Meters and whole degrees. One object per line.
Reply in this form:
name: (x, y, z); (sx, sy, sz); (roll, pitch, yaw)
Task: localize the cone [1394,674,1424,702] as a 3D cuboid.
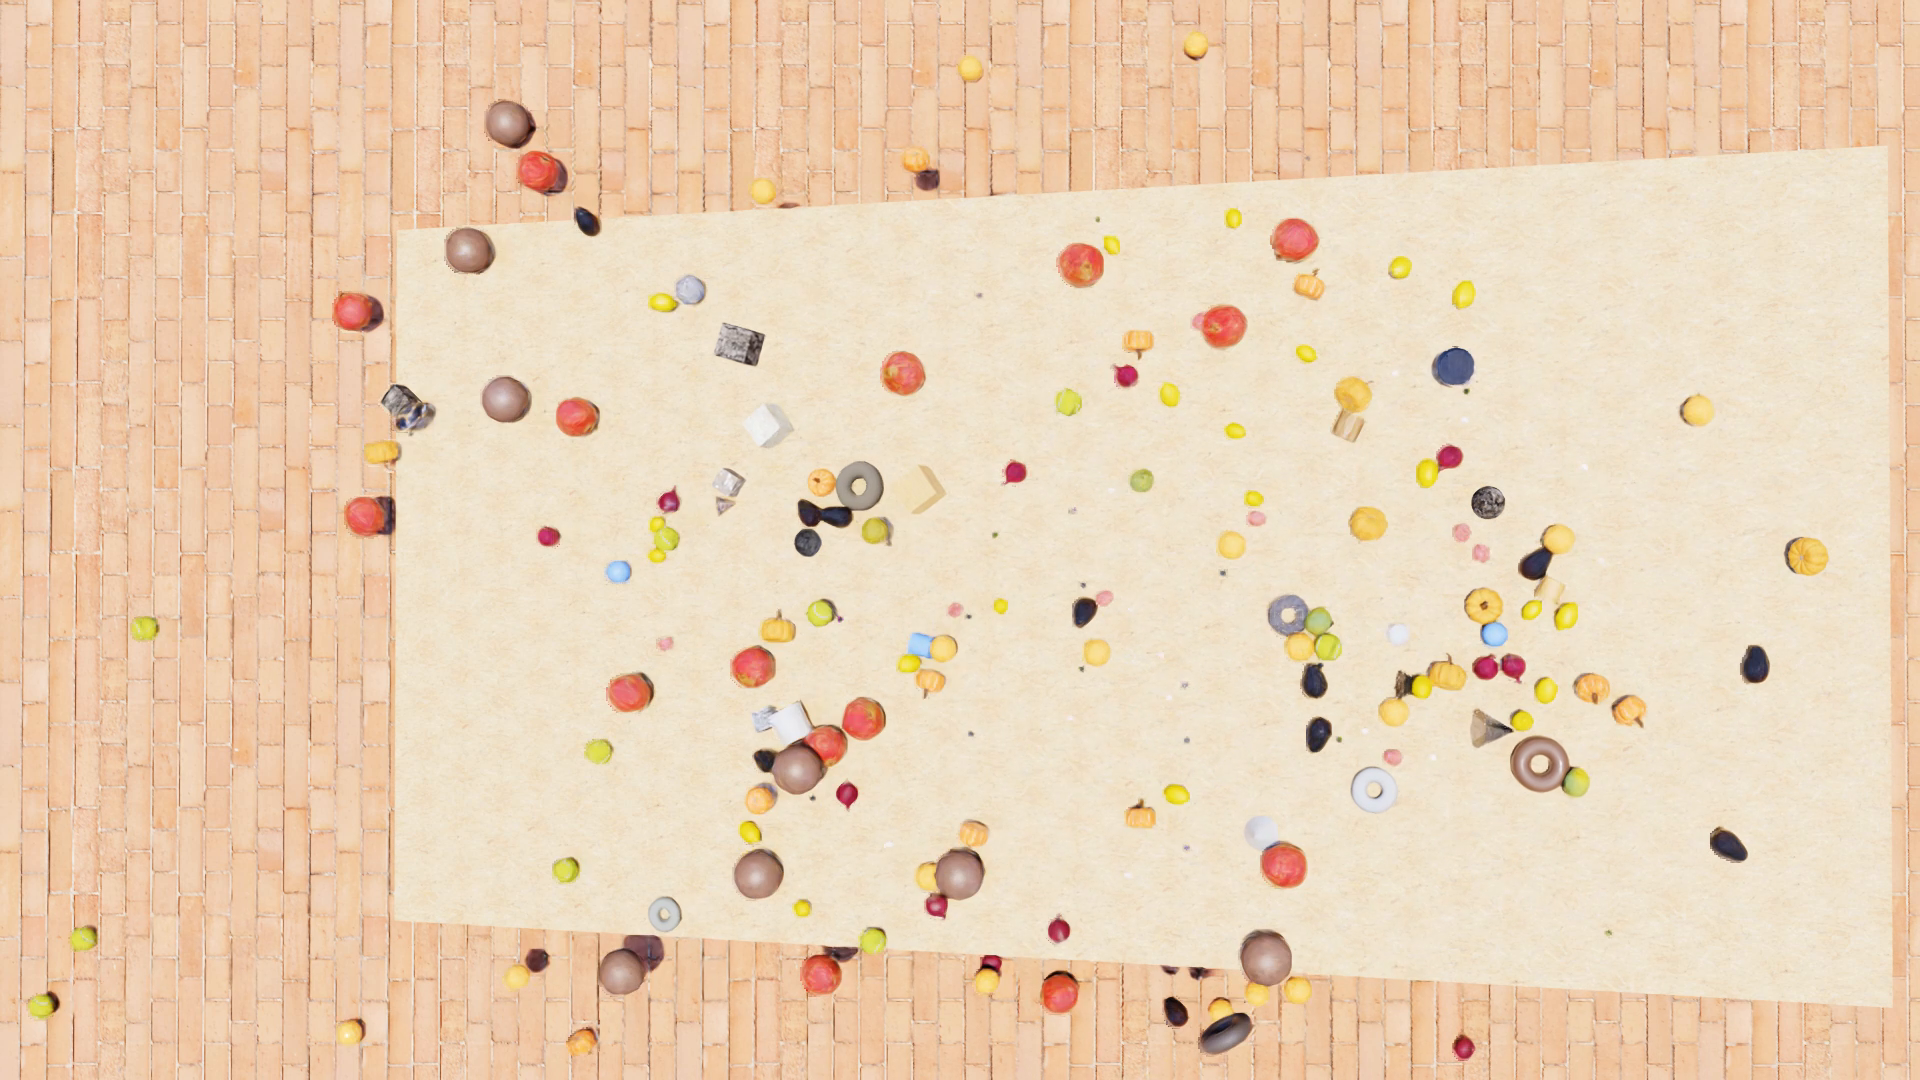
cone: (1.119, 0.359, 5.429); (0.071, 0.071, 0.071); (-8, 89, -25)

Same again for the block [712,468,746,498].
block: (-0.631, -0.157, 6.009); (0.058, 0.058, 0.058); (32, 99, 16)

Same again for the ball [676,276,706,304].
ball: (-0.741, -0.687, 6.041); (0.081, 0.081, 0.081); (0, 89, 0)

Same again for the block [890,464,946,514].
block: (-0.109, -0.133, 5.815); (0.092, 0.092, 0.092); (-37, 78, 15)

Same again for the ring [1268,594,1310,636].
ring: (0.825, 0.189, 5.528); (0.108, 0.036, 0.108); (-1, 88, 20)

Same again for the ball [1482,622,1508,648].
ball: (1.301, 0.230, 5.347); (0.062, 0.062, 0.062); (0, 89, 0)

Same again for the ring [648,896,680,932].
ring: (-0.815, 1.033, 6.068); (0.097, 0.032, 0.097); (0, 90, 20)

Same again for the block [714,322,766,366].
block: (-0.600, -0.532, 5.985); (0.092, 0.092, 0.092); (17, 95, 18)

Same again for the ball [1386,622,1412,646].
ball: (1.083, 0.233, 5.428); (0.060, 0.060, 0.060); (0, 89, 0)

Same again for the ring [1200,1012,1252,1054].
ring: (0.682, 1.263, 5.631); (0.148, 0.148, 0.049); (-31, 94, 0)

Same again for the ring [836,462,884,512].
ring: (-0.269, -0.144, 5.894); (0.135, 0.045, 0.135); (-1, 88, 19)

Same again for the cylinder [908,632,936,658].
cylinder: (-0.100, 0.279, 5.824); (0.059, 0.059, 0.059); (14, 89, 19)

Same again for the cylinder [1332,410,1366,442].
cylinder: (0.967, -0.284, 5.473); (0.062, 0.062, 0.062); (26, 98, 0)

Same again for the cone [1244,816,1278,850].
cone: (0.748, 0.741, 5.518); (0.089, 0.089, 0.089); (0, 89, 19)

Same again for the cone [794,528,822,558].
cone: (-0.425, 0.007, 5.926); (0.078, 0.078, 0.078); (0, 89, 19)

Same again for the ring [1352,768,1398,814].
ring: (1.028, 0.621, 5.453); (0.115, 0.038, 0.115); (0, 89, 20)

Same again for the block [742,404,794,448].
block: (-0.518, -0.309, 5.953); (0.084, 0.084, 0.084); (-40, 75, 19)

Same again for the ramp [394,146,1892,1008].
ramp: (0.277, 0.092, 5.784); (4.000, 0.100, 2.000); (0, 89, 19)

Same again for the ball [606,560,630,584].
ball: (-0.948, 0.088, 6.107); (0.066, 0.066, 0.066); (0, 89, 0)

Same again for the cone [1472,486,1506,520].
cone: (1.282, -0.092, 5.354); (0.083, 0.083, 0.083); (0, 89, 19)

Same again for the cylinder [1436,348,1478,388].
cylinder: (1.216, -0.420, 5.375); (0.092, 0.092, 0.092); (0, 89, 19)

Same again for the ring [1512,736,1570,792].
ring: (1.406, 0.544, 5.324); (0.137, 0.046, 0.137); (-1, 88, 18)

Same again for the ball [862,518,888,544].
ball: (-0.222, -0.023, 5.738); (0.072, 0.072, 0.072); (0, 89, 0)

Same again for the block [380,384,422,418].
block: (-1.611, -0.399, 6.335); (0.068, 0.068, 0.068); (42, 102, 14)

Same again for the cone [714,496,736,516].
cone: (-0.638, -0.098, 6.027); (0.058, 0.058, 0.058); (-11, 89, -9)

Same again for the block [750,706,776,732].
block: (-0.528, 0.485, 5.967); (0.054, 0.054, 0.054); (-23, 82, 17)

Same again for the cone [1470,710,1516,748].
cone: (1.308, 0.463, 5.358); (0.096, 0.096, 0.096); (4, 89, -8)

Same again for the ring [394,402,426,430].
ring: (-1.565, -0.353, 6.256); (0.108, 0.108, 0.036); (-35, 116, 0)
